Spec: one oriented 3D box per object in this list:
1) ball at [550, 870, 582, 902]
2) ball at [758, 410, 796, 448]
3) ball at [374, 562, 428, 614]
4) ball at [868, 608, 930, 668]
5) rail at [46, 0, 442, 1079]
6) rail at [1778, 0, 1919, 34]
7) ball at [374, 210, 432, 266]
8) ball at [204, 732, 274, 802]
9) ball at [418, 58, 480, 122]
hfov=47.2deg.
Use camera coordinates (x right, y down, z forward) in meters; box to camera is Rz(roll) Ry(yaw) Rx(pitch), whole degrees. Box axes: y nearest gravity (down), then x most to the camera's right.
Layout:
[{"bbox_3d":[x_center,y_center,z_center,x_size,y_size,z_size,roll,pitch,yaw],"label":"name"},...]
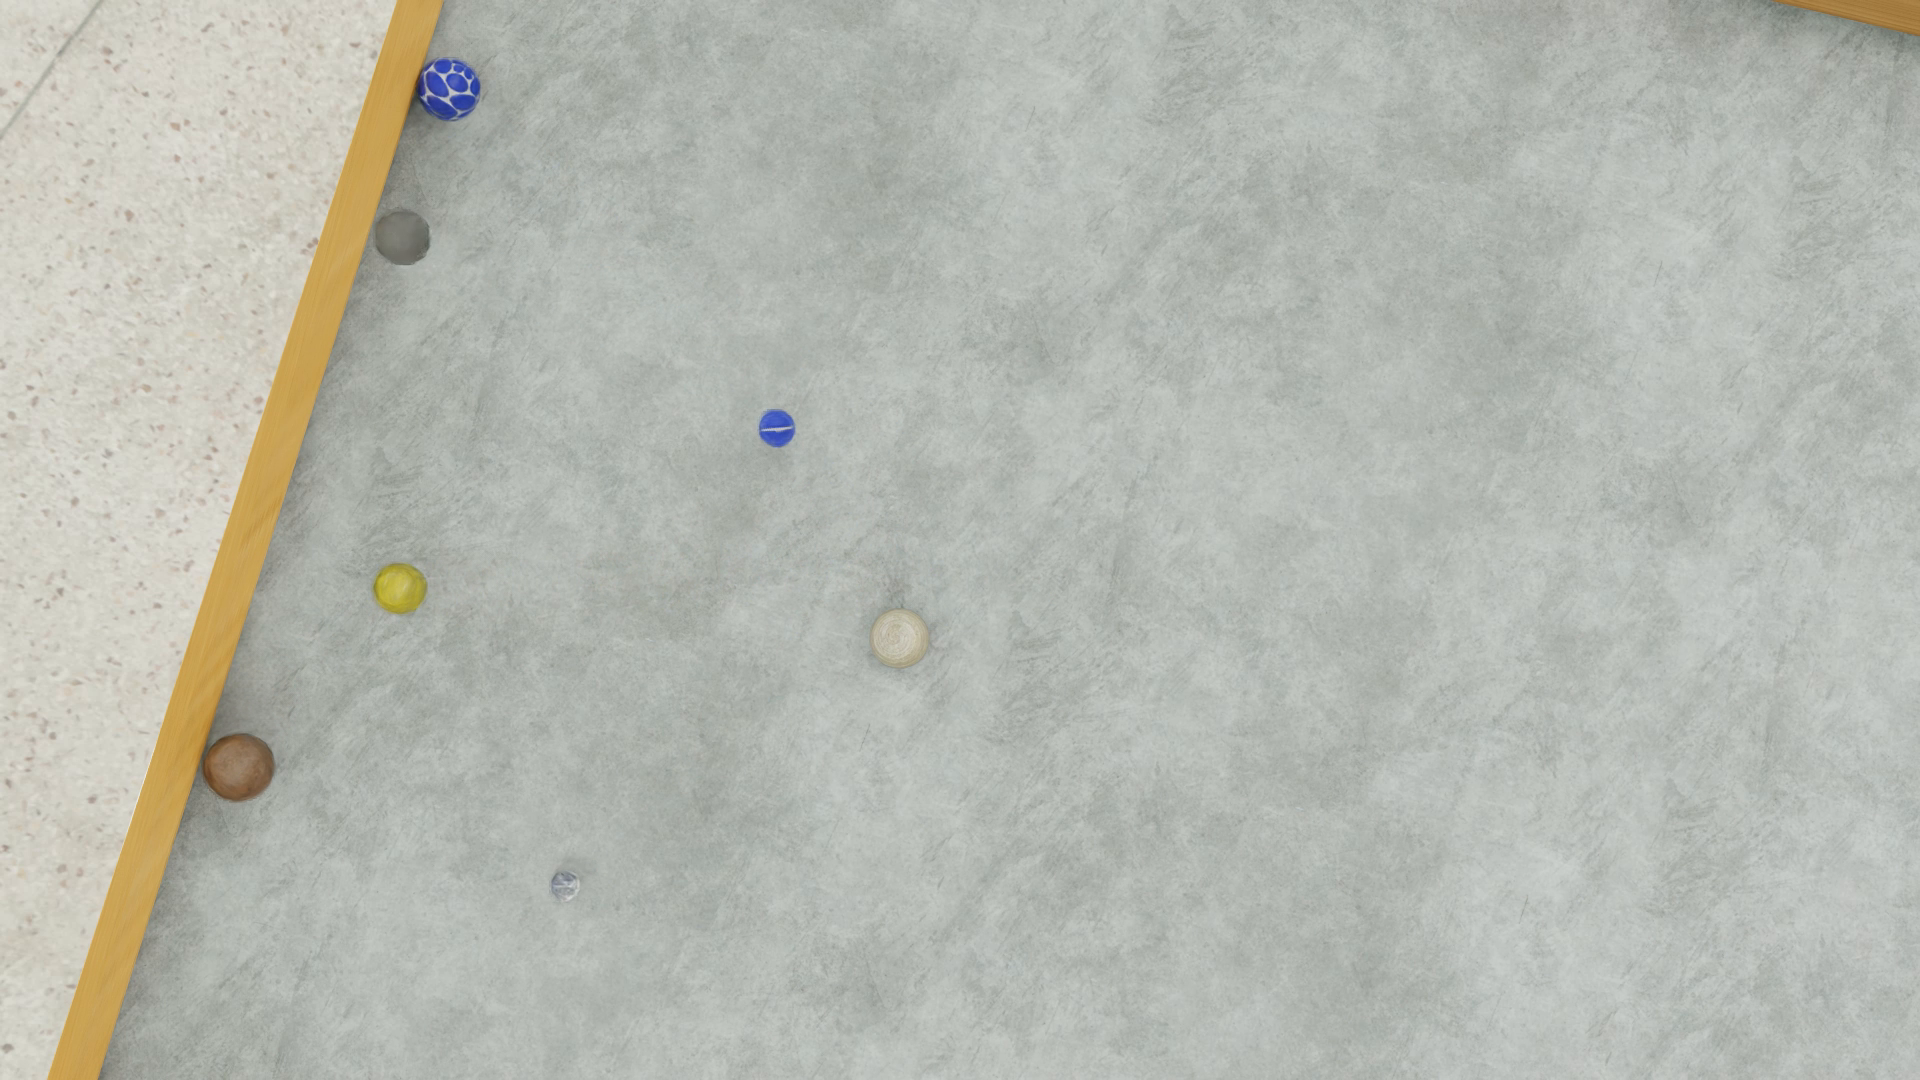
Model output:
[{"bbox_3d":[-0.575,0.504,3.208,0.044,0.044,0.044,0,80,0],"label":"ball"},{"bbox_3d":[-0.276,-0.168,3.324,0.056,0.056,0.056,0,80,0],"label":"ball"},{"bbox_3d":[-0.831,0.072,3.269,0.077,0.077,0.077,0,80,0],"label":"ball"},{"bbox_3d":[-0.089,0.145,3.250,0.090,0.090,0.090,0,80,0],"label":"ball"},{"bbox_3d":[-0.977,-0.255,3.301,0.045,0.129,2.362,14,80,3],"label":"rail"},{"bbox_3d":[1.291,-0.851,3.409,4.134,0.129,0.045,14,80,3],"label":"rail"},{"bbox_3d":[-0.851,-0.462,3.362,0.086,0.086,0.086,0,80,0],"label":"ball"},{"bbox_3d":[-1.052,0.331,3.211,0.099,0.099,0.099,0,80,0],"label":"ball"},{"bbox_3d":[-0.790,-0.696,3.399,0.095,0.095,0.095,0,80,0],"label":"ball"}]
